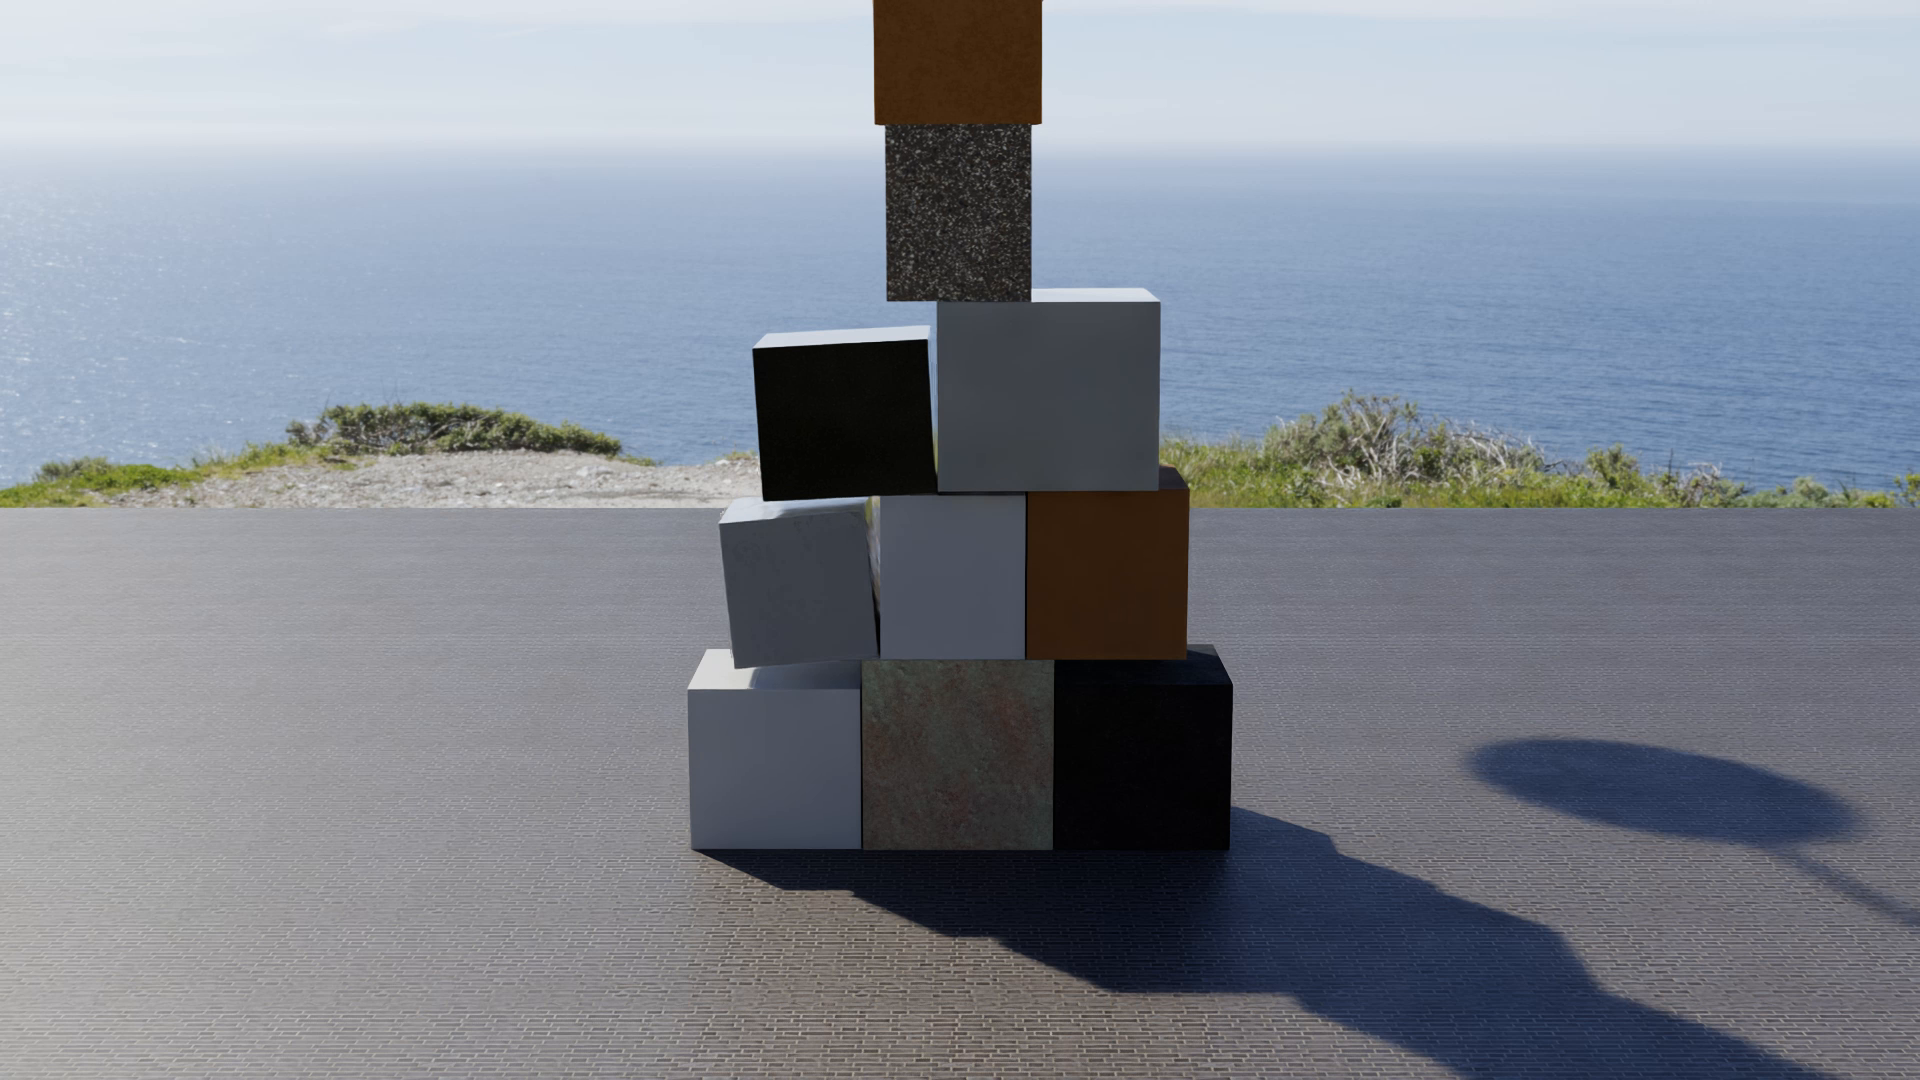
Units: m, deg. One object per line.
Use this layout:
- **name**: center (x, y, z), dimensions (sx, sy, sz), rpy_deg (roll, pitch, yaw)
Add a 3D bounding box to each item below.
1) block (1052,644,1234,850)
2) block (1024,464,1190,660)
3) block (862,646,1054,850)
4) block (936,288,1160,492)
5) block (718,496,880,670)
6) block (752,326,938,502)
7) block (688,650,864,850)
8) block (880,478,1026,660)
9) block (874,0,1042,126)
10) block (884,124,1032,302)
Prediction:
- **block**: center (0.913, 1.055, 11.375), dimensions (0.875, 0.854, 0.883), rpy_deg (0, 10, 0)
- **block**: center (0.725, 0.097, 11.205), dimensions (0.789, 0.851, 0.839), rpy_deg (0, 10, 0)
- **block**: center (-0.010, 0.996, 11.364), dimensions (0.950, 0.975, 0.878), rpy_deg (0, 10, 0)
- **block**: center (0.426, -0.774, 11.054), dimensions (1.069, 0.914, 0.967), rpy_deg (0, 10, 0)
- **block**: center (-0.793, 0.182, 11.201), dimensions (0.717, 0.738, 0.749), rpy_deg (-5, 10, 1)
- **block**: center (-0.559, -0.648, 11.048), dimensions (0.845, 0.751, 0.799), rpy_deg (-3, 10, 1)
- **block**: center (-0.922, 1.067, 11.390), dimensions (0.856, 0.825, 0.870), rpy_deg (0, 10, 0)
- **block**: center (-0.036, 0.114, 11.202), dimensions (0.713, 0.819, 0.818), rpy_deg (0, 10, 0)
- **block**: center (-0.010, -2.425, 10.755), dimensions (0.793, 0.775, 0.840), rpy_deg (0, 10, 0)
- **block**: center (-0.006, -1.627, 10.867), dimensions (0.694, 0.836, 0.778), rpy_deg (0, 10, 0)
